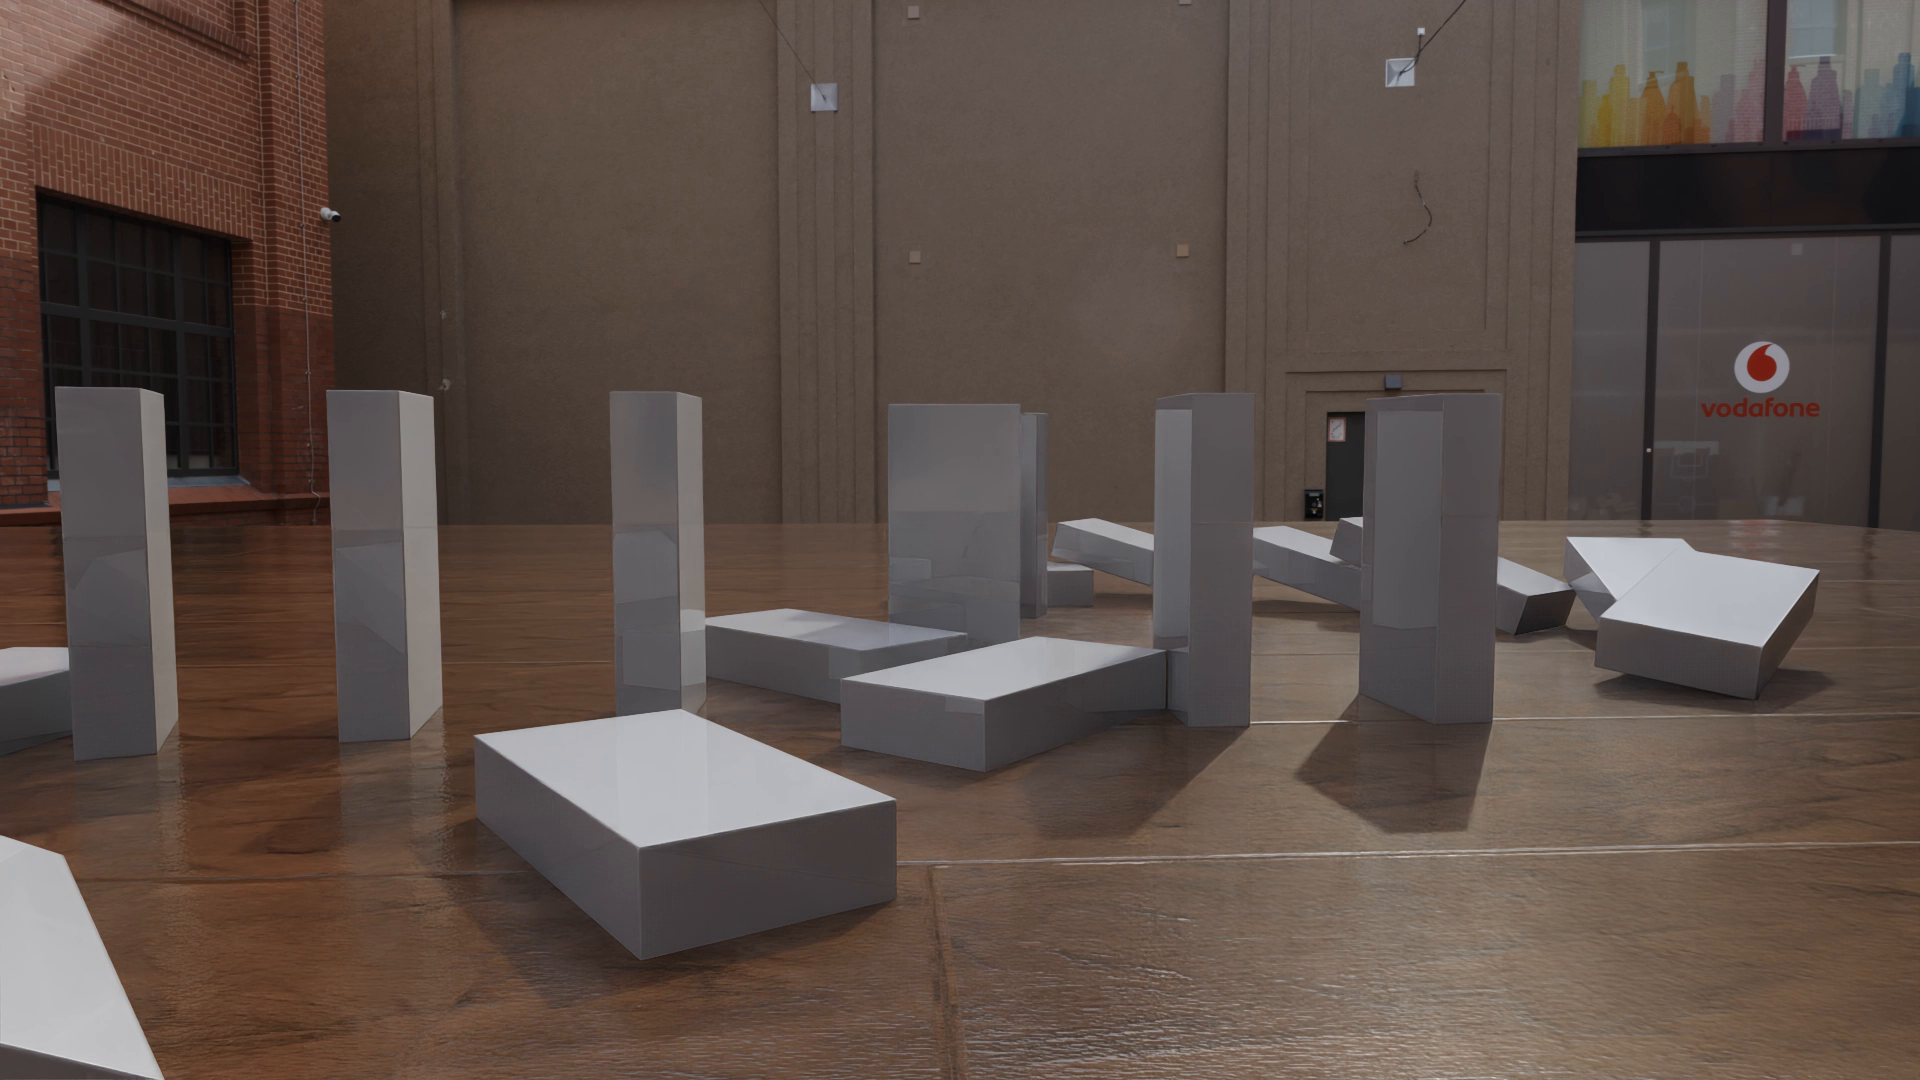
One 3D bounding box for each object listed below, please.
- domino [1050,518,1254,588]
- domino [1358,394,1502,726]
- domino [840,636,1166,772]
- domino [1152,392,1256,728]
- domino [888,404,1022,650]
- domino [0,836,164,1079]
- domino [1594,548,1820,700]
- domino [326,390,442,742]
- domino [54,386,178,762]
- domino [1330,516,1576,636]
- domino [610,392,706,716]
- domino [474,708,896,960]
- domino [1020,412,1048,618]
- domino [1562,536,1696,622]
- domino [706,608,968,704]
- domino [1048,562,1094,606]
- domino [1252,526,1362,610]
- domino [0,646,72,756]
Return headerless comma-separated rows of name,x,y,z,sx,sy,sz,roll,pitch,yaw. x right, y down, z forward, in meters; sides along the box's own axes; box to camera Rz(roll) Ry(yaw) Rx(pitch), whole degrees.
domino,0.053,0.006,0.356,0.050,0.009,0.025,18,13,29
domino,0.075,0.002,0.206,0.009,0.050,0.025,-1,4,-9
domino,0.008,0.023,0.194,0.025,0.009,0.050,3,5,37
domino,0.038,0.002,0.204,0.009,0.050,0.025,0,4,-4
domino,-0.001,-0.001,0.247,0.025,0.050,0.010,0,4,-1
domino,-0.069,0.026,0.080,0.025,0.009,0.050,37,-20,-36
domino,0.139,0.014,0.237,0.025,0.009,0.050,12,22,40
domino,-0.086,0.003,0.194,0.009,0.050,0.025,-1,4,-12
domino,-0.120,0.004,0.183,0.009,0.050,0.025,-2,5,-25
domino,0.118,0.007,0.309,0.025,0.009,0.050,-3,23,-41
domino,-0.046,0.003,0.198,0.009,0.050,0.025,0,4,-3
domino,-0.031,0.028,0.133,0.025,0.010,0.050,-3,5,-35
domino,0.009,-0.006,0.320,0.025,0.050,0.010,2,5,20
domino,0.150,0.011,0.278,0.025,0.009,0.050,1,18,12
domino,-0.025,0.020,0.232,0.050,0.010,0.025,4,6,43
domino,0.009,0.012,0.345,0.050,0.009,0.025,-1,4,-8
domino,0.097,0.008,0.334,0.025,0.009,0.050,-4,18,-41
domino,-0.143,0.024,0.184,0.025,0.010,0.050,0,4,3
